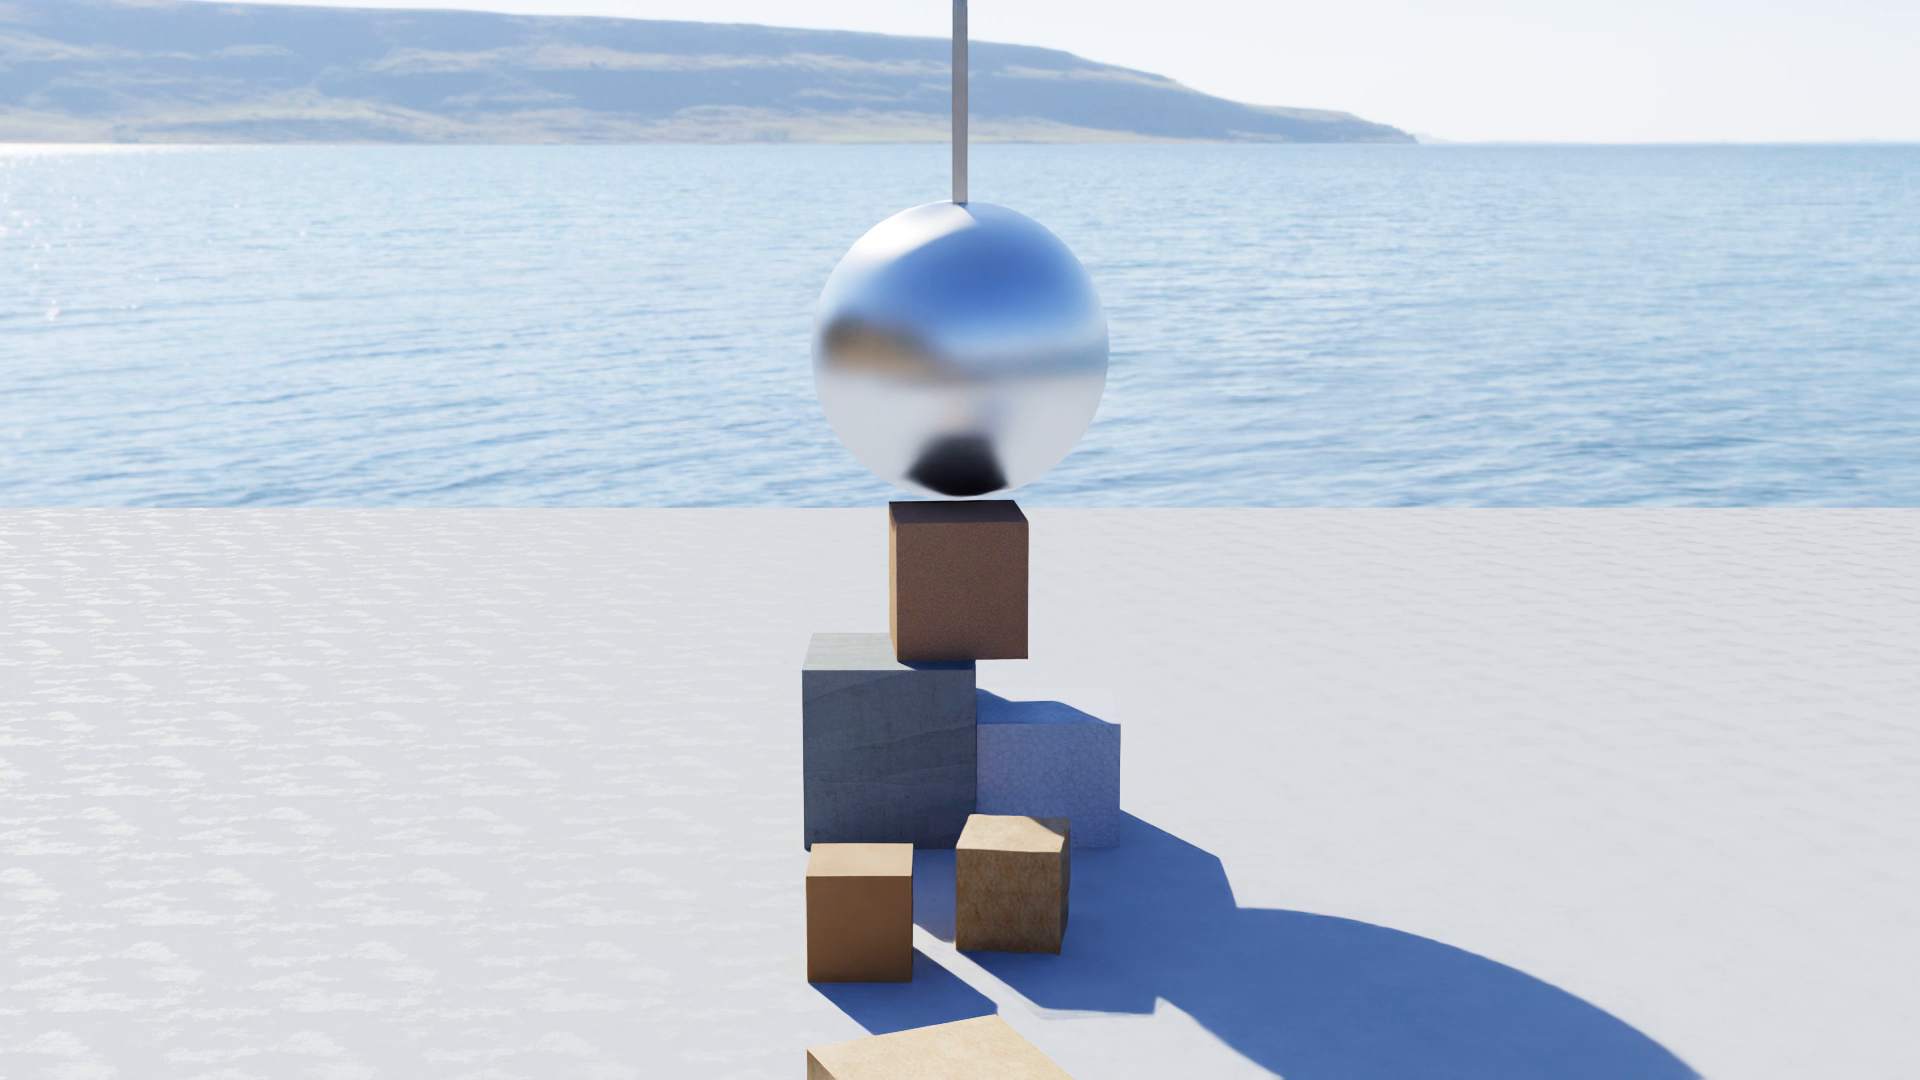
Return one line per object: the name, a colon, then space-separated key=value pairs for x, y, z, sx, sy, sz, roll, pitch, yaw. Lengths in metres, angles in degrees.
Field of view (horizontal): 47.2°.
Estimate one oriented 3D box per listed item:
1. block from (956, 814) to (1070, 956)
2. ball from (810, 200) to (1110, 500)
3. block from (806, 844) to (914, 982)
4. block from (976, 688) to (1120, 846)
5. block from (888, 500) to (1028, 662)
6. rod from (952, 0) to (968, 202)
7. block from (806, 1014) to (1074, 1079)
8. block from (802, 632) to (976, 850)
block: x=0.240 y=1.533 z=9.826 sx=0.457 sy=0.467 sz=0.490 roll=1 pitch=10 yaw=8
ball: x=0.000 y=-1.008 z=11.744 sx=1.600 sy=1.600 sz=1.600 roll=0 pitch=10 yaw=0
block: x=-0.425 y=1.599 z=9.454 sx=0.442 sy=0.471 sz=0.429 roll=0 pitch=10 yaw=0
block: x=0.441 y=1.165 z=11.374 sx=0.719 sy=0.638 sz=0.732 roll=0 pitch=10 yaw=0
block: x=-0.016 y=0.199 z=11.343 sx=0.663 sy=0.704 sz=0.690 roll=-1 pitch=10 yaw=-5
rod: x=0.000 y=-4.254 z=10.730 sx=0.080 sy=5.200 sz=0.080 roll=0 pitch=17 yaw=0
block: x=-0.050 y=1.974 z=7.035 sx=0.681 sy=0.599 sz=0.665 roll=-5 pitch=11 yaw=-24
block: x=-0.352 y=1.022 z=11.362 sx=0.862 sy=0.924 sz=0.835 roll=0 pitch=10 yaw=0
